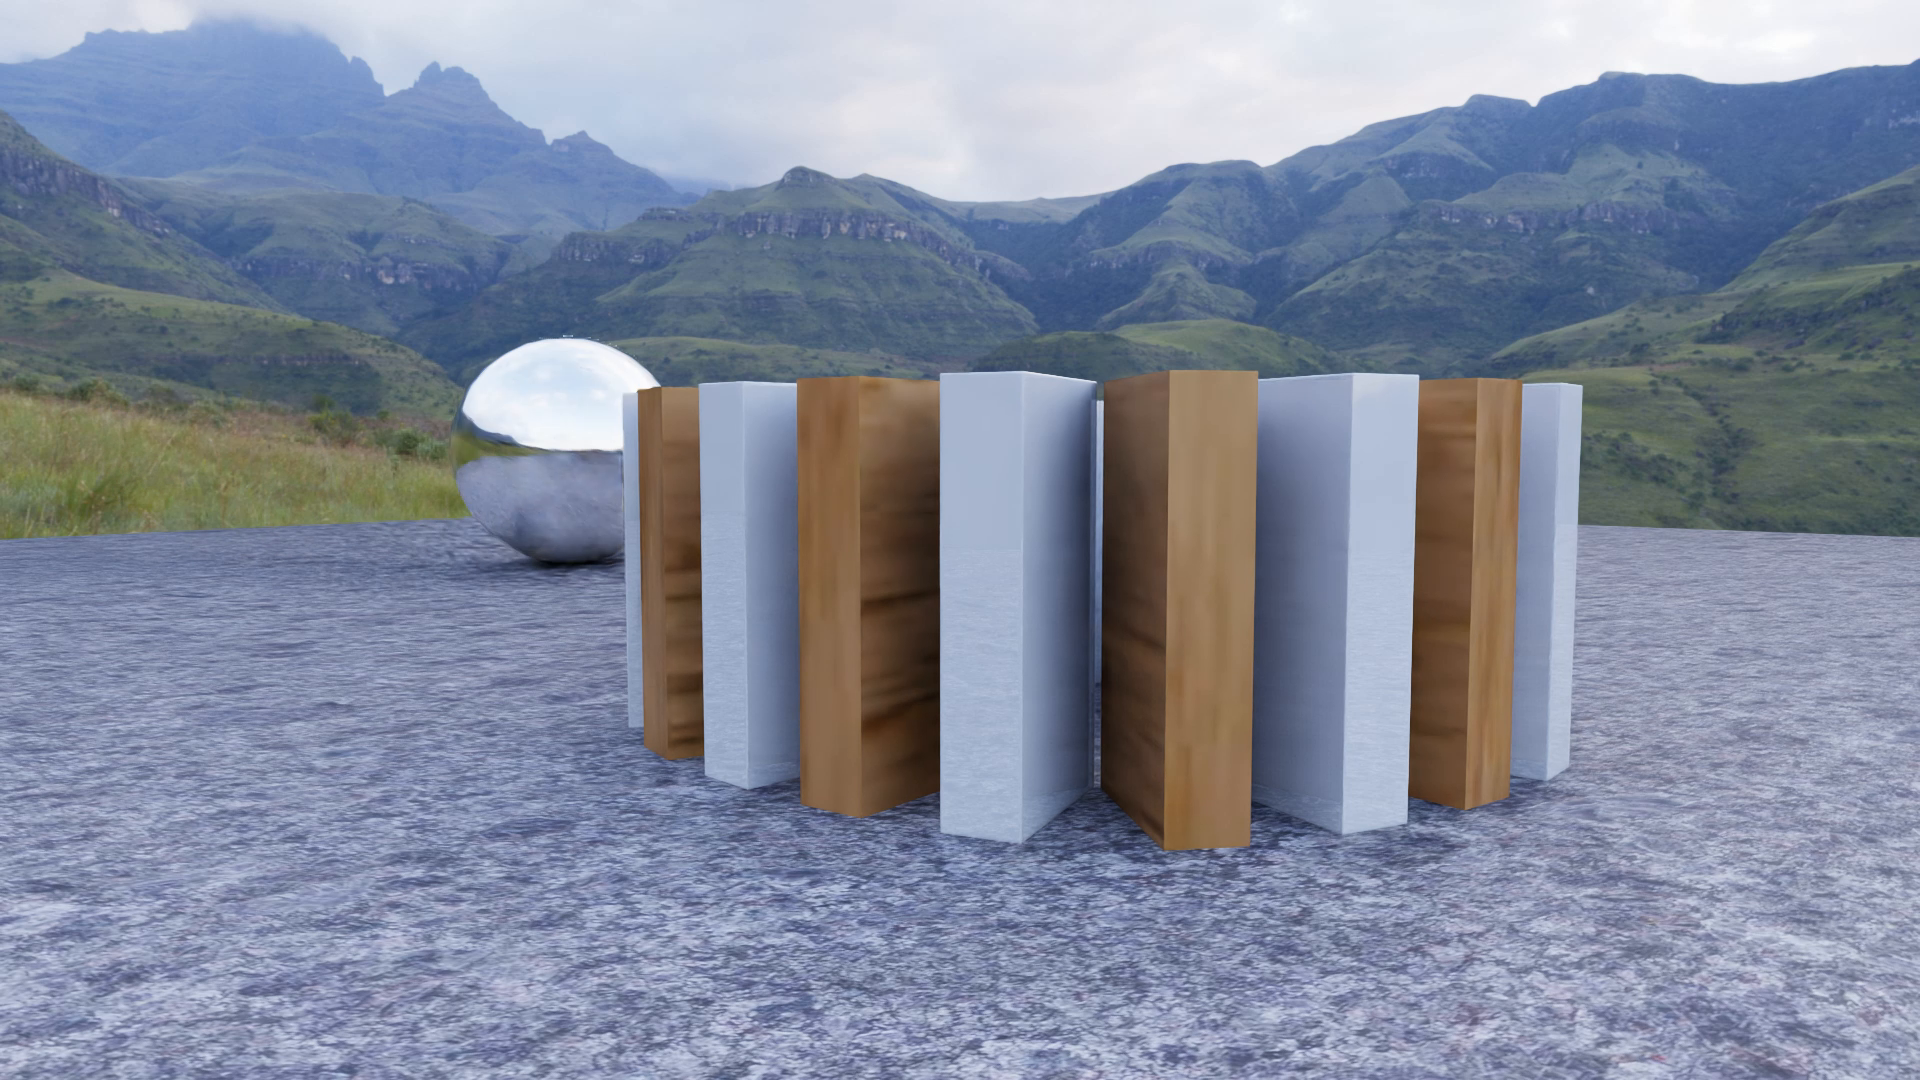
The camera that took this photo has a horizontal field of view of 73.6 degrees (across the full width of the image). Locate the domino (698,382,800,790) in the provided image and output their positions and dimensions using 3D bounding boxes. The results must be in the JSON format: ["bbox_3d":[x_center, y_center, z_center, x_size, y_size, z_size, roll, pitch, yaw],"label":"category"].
[{"bbox_3d":[-0.021,0.005,0.168,0.025,0.050,0.009,-4,6,-44],"label":"domino"}]

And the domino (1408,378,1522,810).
[{"bbox_3d":[0.055,0.006,0.160,0.009,0.050,0.025,-3,5,-37],"label":"domino"}]

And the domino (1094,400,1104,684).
[{"bbox_3d":[0.024,0.000,0.239,0.010,0.050,0.025,-1,4,-11],"label":"domino"}]

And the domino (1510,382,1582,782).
[{"bbox_3d":[0.068,0.005,0.172,0.025,0.050,0.009,4,6,40],"label":"domino"}]

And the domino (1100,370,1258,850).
[{"bbox_3d":[0.024,0.007,0.145,0.009,0.050,0.025,-1,4,-9],"label":"domino"}]

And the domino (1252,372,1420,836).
[{"bbox_3d":[0.040,0.006,0.151,0.009,0.050,0.025,-2,5,-26],"label":"domino"}]

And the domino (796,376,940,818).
[{"bbox_3d":[-0.008,0.006,0.157,0.009,0.050,0.025,3,5,37],"label":"domino"}]

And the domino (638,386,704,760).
[{"bbox_3d":[-0.031,0.004,0.182,0.025,0.050,0.009,-3,5,-33],"label":"domino"}]

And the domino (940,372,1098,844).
[{"bbox_3d":[0.007,0.006,0.148,0.009,0.050,0.025,2,5,24],"label":"domino"}]

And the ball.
[{"bbox_3d":[-0.139,-0.032,0.457,0.080,0.080,0.080,0,4,0],"label":"ball"}]

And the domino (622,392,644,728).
[{"bbox_3d":[-0.038,0.003,0.197,0.025,0.050,0.009,-1,4,-9],"label":"domino"}]
